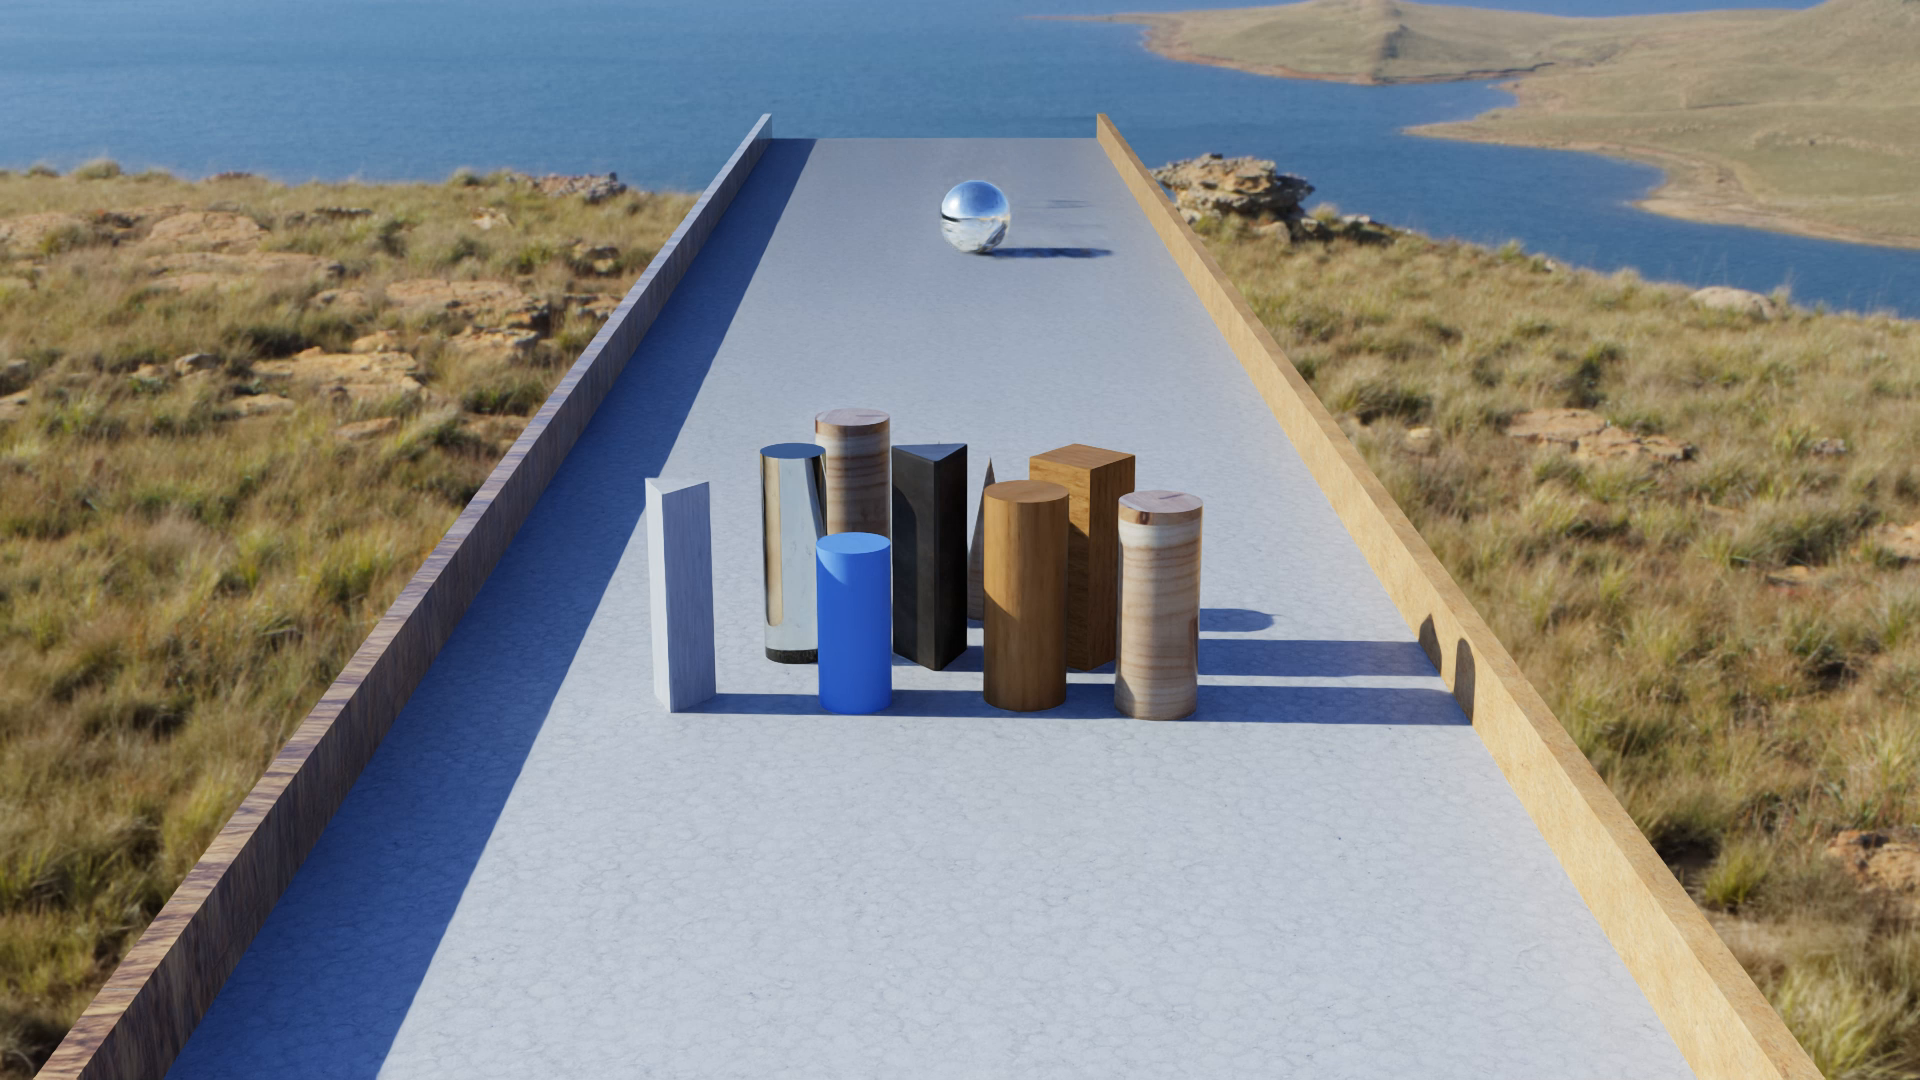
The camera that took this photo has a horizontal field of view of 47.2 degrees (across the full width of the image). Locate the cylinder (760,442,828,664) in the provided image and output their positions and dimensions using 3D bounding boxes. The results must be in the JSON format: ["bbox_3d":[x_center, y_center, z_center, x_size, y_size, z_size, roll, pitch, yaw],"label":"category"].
[{"bbox_3d":[-0.329,0.027,4.393,0.130,0.423,0.130,0,17,0],"label":"cylinder"}]

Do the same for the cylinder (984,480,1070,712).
[{"bbox_3d":[0.124,0.105,4.158,0.160,0.409,0.160,0,17,0],"label":"cylinder"}]

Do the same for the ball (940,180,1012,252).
[{"bbox_3d":[0.065,-1.367,9.290,0.305,0.305,0.305,0,17,0],"label":"ball"}]

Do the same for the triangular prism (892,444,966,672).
[{"bbox_3d":[-0.039,0.026,4.385,0.129,0.430,0.149,-12,20,-35],"label":"triangular prism"}]

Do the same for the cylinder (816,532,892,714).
[{"bbox_3d":[-0.199,0.157,4.146,0.140,0.316,0.140,0,17,0],"label":"cylinder"}]

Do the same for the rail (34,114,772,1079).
[{"bbox_3d":[-1.118,-0.838,7.780,0.050,0.150,12.000,0,17,-1],"label":"rail"}]

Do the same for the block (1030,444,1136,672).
[{"bbox_3d":[0.242,0.033,4.393,0.149,0.413,0.149,14,21,38],"label":"block"}]

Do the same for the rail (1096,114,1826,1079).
[{"bbox_3d":[0.932,-0.844,7.801,0.050,0.150,12.000,0,17,-1],"label":"rail"}]

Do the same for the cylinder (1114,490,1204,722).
[{"bbox_3d":[0.370,0.122,4.110,0.156,0.403,0.156,0,17,0],"label":"cylinder"}]

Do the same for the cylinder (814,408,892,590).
[{"bbox_3d":[-0.223,-0.048,4.627,0.157,0.434,0.157,0,17,0],"label":"cylinder"}]

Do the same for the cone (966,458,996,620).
[{"bbox_3d":[0.063,-0.014,4.665,0.136,0.348,0.136,0,17,0],"label":"cone"}]

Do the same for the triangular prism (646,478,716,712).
[{"bbox_3d":[-0.546,0.098,4.147,0.104,0.427,0.120,12,21,36],"label":"triangular prism"}]

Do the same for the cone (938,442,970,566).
[{"bbox_3d":[-0.047,-0.065,4.880,0.170,0.322,0.170,0,17,0],"label":"cone"}]
